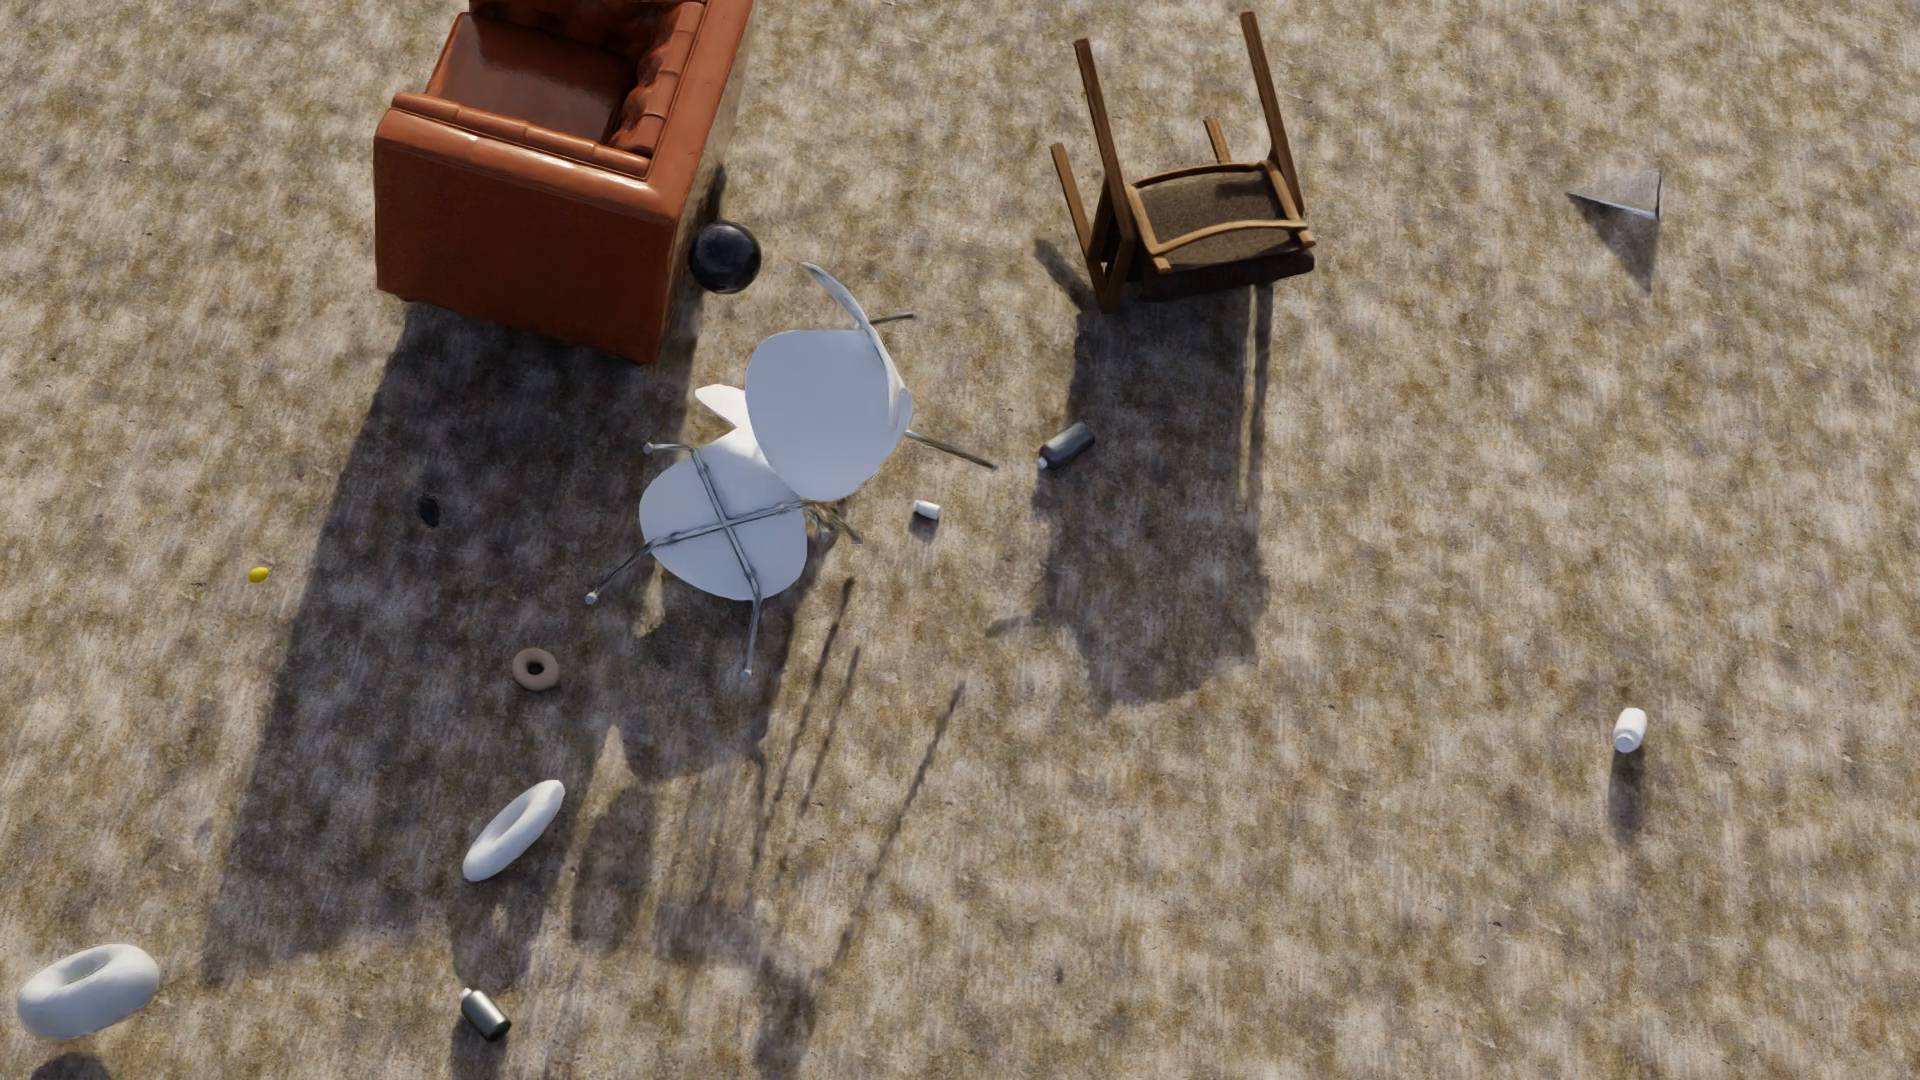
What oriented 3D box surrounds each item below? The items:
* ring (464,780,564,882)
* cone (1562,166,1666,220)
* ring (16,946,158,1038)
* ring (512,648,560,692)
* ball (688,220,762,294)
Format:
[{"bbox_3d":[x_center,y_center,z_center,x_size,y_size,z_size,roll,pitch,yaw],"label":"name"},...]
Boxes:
[{"bbox_3d":[-1.206,0.785,5.941,0.358,0.072,0.218,-45,23,-11],"label":"ring"},{"bbox_3d":[2.162,-1.155,7.298,0.322,0.173,0.181,5,63,22],"label":"cone"},{"bbox_3d":[-2.216,1.148,5.589,0.386,0.144,0.244,-17,22,12],"label":"ring"},{"bbox_3d":[-1.214,0.371,6.296,0.149,0.049,0.125,34,63,19],"label":"ring"},{"bbox_3d":[-0.671,-0.807,6.282,0.212,0.212,0.212,0,56,0],"label":"ball"}]
